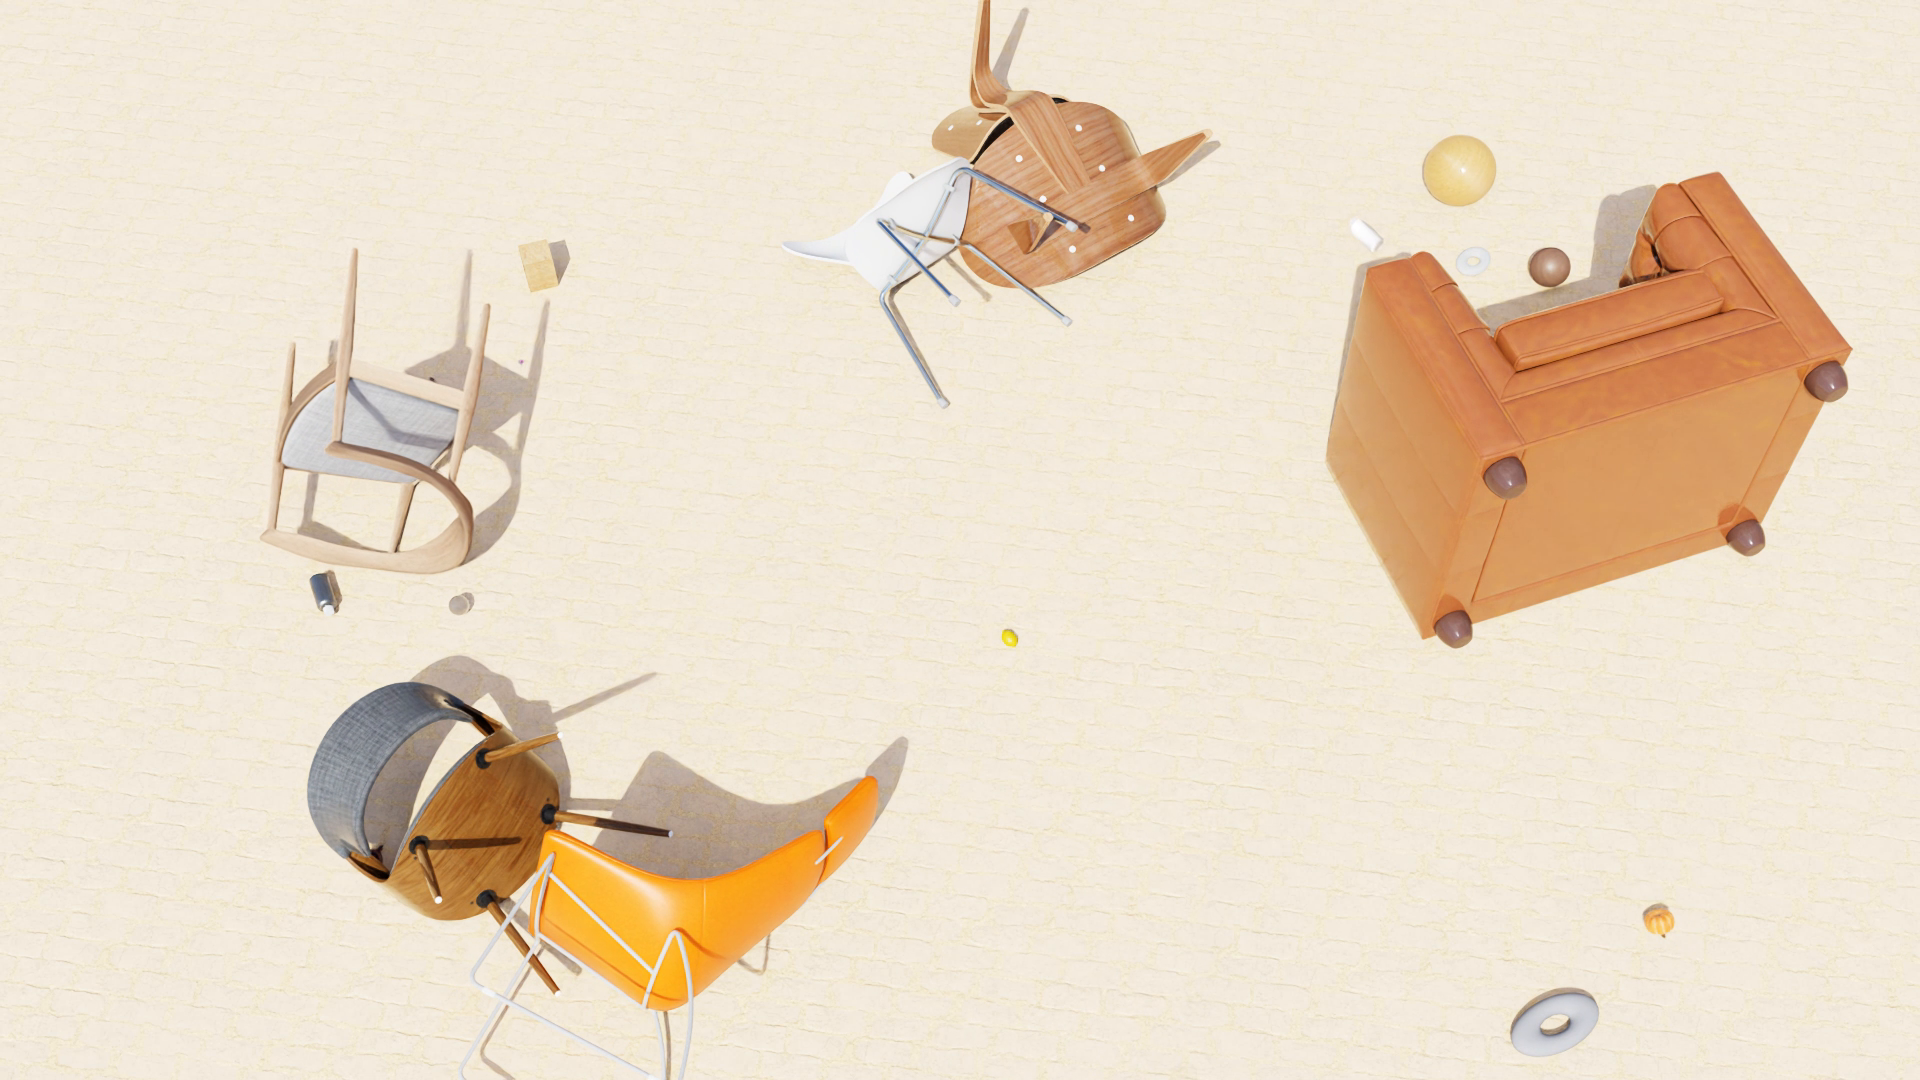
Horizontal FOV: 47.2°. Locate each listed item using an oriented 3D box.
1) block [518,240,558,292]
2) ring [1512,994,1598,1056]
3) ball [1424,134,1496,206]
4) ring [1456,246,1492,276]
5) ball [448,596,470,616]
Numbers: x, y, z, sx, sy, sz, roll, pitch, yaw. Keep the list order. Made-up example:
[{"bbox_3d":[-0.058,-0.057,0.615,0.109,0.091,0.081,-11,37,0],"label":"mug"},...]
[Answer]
[{"bbox_3d":[-1.358,-0.883,7.086,0.093,0.134,0.088,-15,57,-10],"label":"block"},{"bbox_3d":[1.543,1.257,5.702,0.259,0.048,0.142,-23,60,-14],"label":"ring"},{"bbox_3d":[1.649,-1.219,7.250,0.234,0.234,0.234,0,56,0],"label":"ball"},{"bbox_3d":[1.674,-0.909,7.168,0.102,0.026,0.137,38,63,21],"label":"ring"},{"bbox_3d":[-1.461,0.191,6.409,0.060,0.060,0.060,0,56,0],"label":"ball"}]
